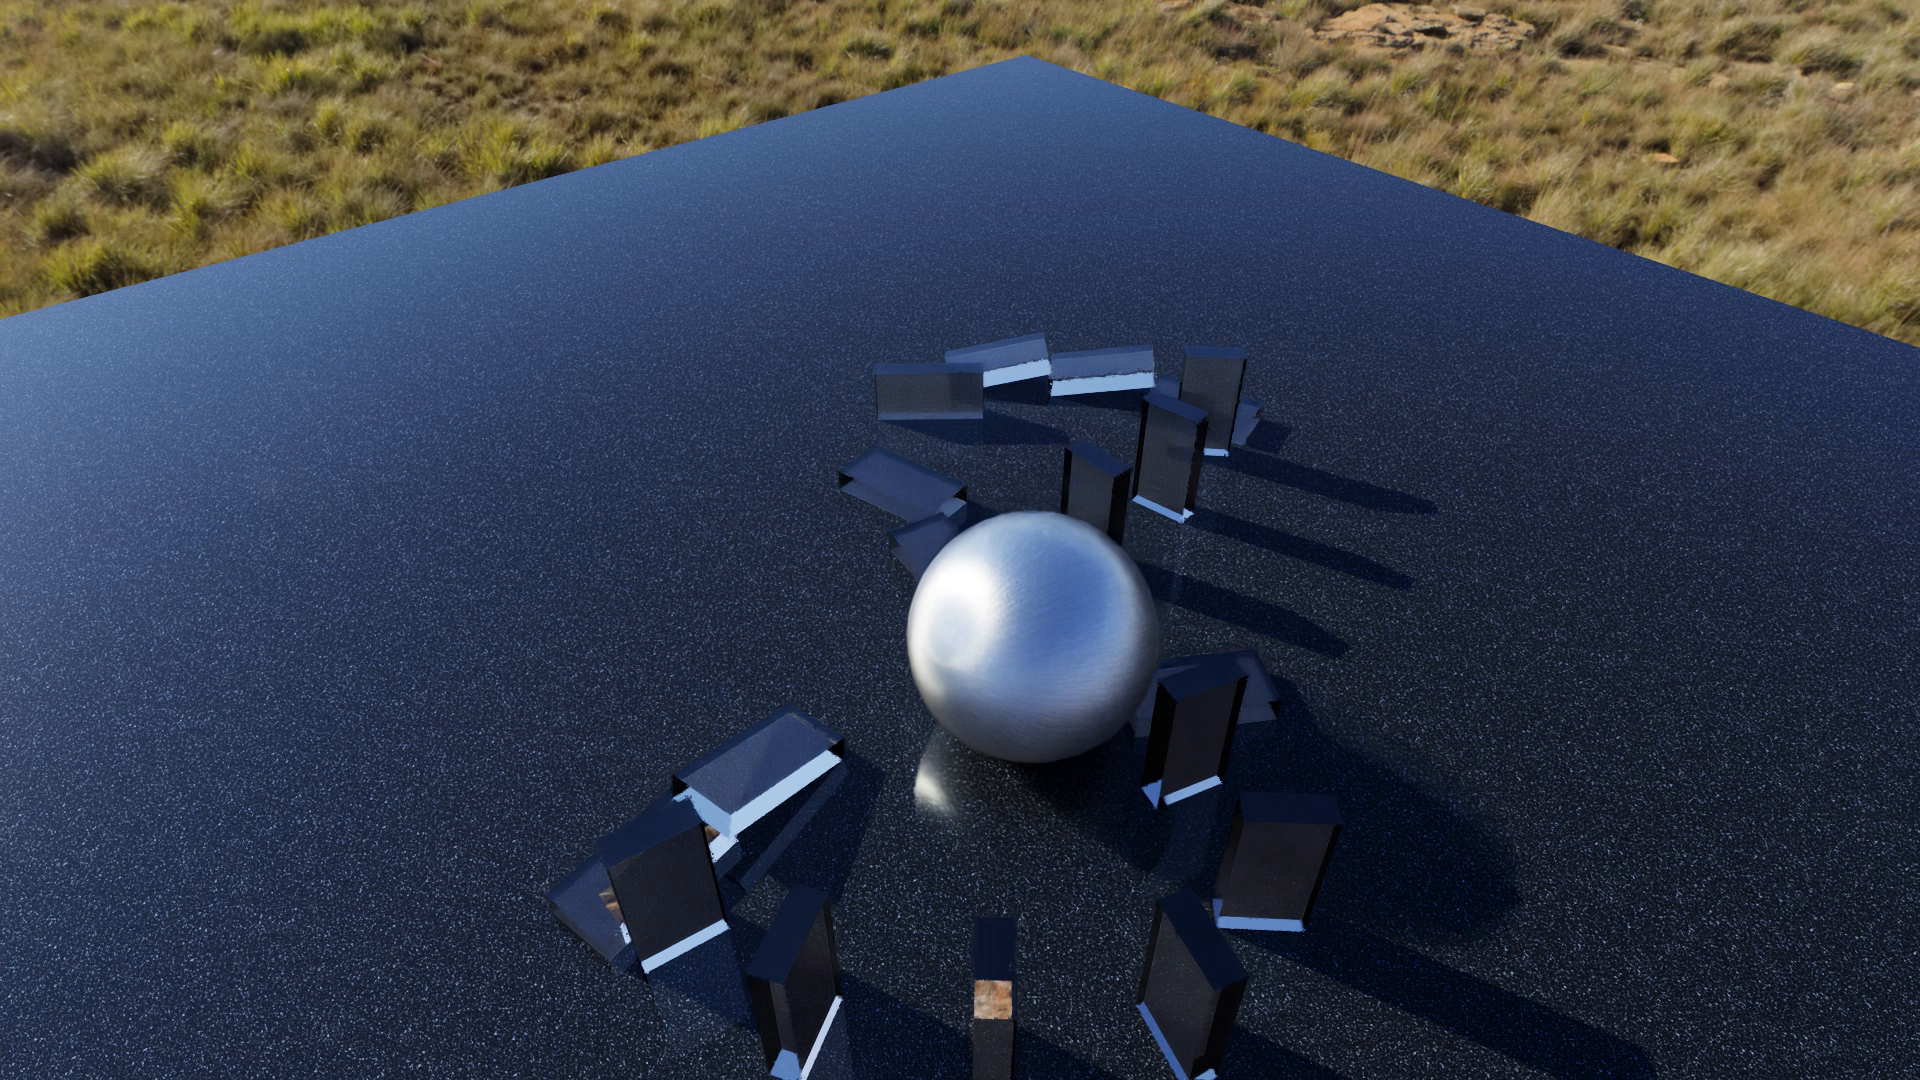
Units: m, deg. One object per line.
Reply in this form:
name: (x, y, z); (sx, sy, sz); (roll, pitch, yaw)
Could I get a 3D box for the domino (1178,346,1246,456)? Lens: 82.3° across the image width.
domino: (0.109, -0.061, 0.486); (0.025, 0.050, 0.010); (4, 39, 4)

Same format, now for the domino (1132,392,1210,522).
domino: (0.086, -0.034, 0.453); (0.025, 0.050, 0.009); (28, 47, 30)

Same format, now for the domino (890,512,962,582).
domino: (-0.004, 0.010, 0.432); (0.025, 0.009, 0.050); (-22, 44, -24)

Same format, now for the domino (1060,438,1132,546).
domino: (0.051, -0.011, 0.425); (0.009, 0.050, 0.025); (-29, 47, -30)

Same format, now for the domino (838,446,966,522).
domino: (-0.025, -0.023, 0.471); (0.050, 0.010, 0.025); (25, 45, 27)

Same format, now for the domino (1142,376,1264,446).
domino: (0.114, -0.062, 0.519); (0.050, 0.010, 0.025); (20, 43, 23)

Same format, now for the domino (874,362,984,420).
domino: (-0.014, -0.070, 0.516); (0.050, 0.025, 0.010); (-1, 39, -1)

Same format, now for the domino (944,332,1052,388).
domino: (0.018, -0.088, 0.543); (0.050, 0.010, 0.025); (-11, 39, 5)

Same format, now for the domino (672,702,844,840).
domino: (-0.063, 0.072, 0.348); (0.025, 0.010, 0.050); (26, 33, 28)

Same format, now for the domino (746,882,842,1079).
domino: (-0.040, 0.112, 0.275); (0.009, 0.050, 0.025); (12, 41, 15)

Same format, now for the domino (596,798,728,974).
domino: (-0.079, 0.094, 0.297); (0.025, 0.050, 0.009); (-22, 44, -25)

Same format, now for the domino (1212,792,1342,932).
domino: (0.086, 0.089, 0.303); (0.025, 0.050, 0.010); (2, 39, 2)

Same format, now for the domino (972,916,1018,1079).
domino: (0.008, 0.117, 0.268); (0.009, 0.050, 0.025); (1, 39, 1)

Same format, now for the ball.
ball: (0.023, 0.030, 0.351); (0.080, 0.080, 0.080); (0, 39, 0)

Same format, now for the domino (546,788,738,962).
domino: (-0.093, 0.097, 0.326); (0.025, 0.010, 0.050); (25, 46, 28)

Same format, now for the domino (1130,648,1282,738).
domino: (0.082, 0.052, 0.380); (0.050, 0.010, 0.025); (-6, 40, -7)

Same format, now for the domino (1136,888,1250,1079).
domino: (0.057, 0.113, 0.274); (0.009, 0.050, 0.025); (-15, 42, -17)

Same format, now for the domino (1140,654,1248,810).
domino: (0.072, 0.060, 0.339); (0.025, 0.050, 0.009); (-16, 42, -19)

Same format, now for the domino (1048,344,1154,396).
domino: (0.069, -0.083, 0.537); (0.050, 0.009, 0.025); (-3, 38, 14)
